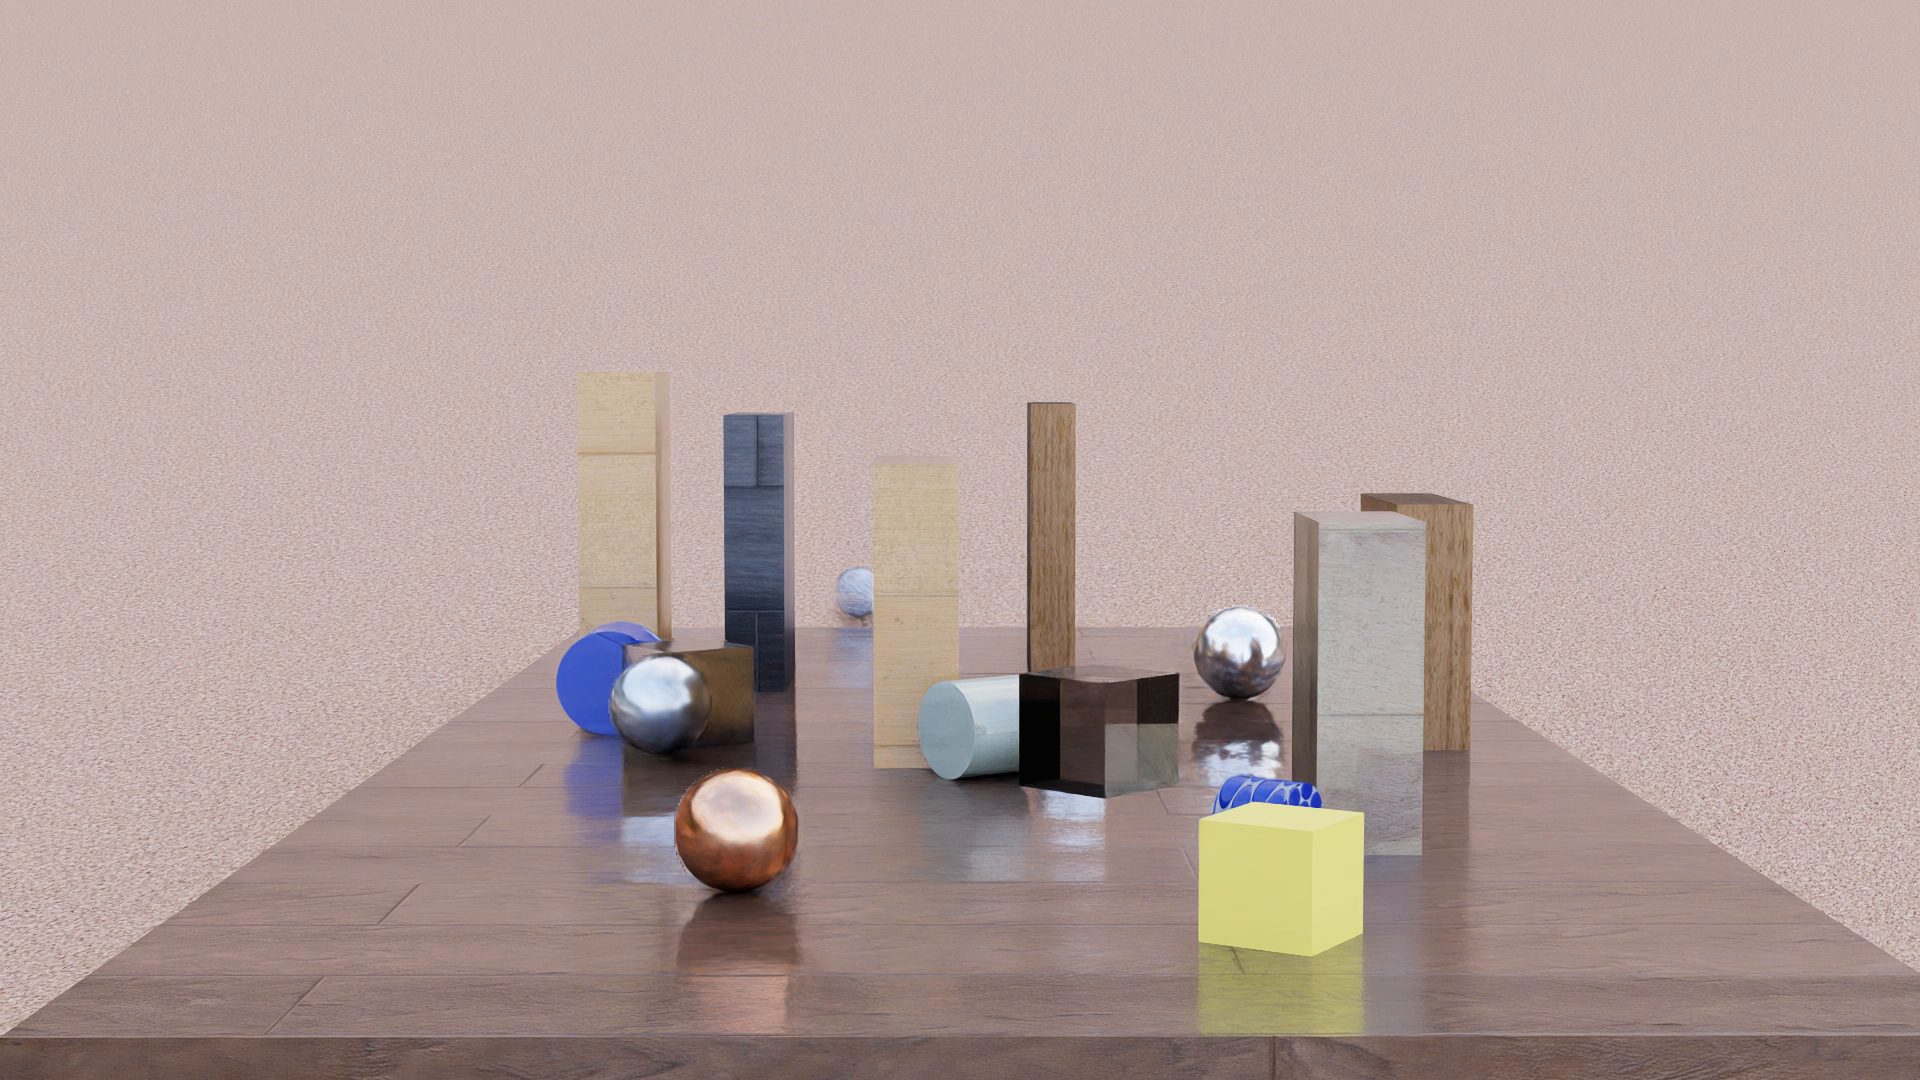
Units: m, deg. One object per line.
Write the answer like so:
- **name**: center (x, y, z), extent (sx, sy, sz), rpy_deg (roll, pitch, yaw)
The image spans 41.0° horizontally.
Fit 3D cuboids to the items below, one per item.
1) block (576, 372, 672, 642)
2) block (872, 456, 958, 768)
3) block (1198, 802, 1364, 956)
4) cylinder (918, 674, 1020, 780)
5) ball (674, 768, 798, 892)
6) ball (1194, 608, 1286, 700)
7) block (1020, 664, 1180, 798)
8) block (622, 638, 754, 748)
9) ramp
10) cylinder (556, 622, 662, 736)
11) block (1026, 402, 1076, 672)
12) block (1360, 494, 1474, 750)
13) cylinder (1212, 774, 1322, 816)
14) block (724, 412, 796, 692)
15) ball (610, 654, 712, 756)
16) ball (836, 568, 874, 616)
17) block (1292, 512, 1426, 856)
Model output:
- **block**: center (-0.639, 0.005, 4.908), extent (0.145, 0.652, 0.245), rpy_deg (0, 4, 0)
- **block**: center (-0.072, 0.114, 4.398), extent (0.141, 0.503, 0.354), rpy_deg (0, 4, 0)
- **block**: center (0.373, 0.391, 2.975), extent (0.142, 0.142, 0.142), rpy_deg (2, 5, 32)
- **cylinder**: center (0.042, 0.303, 4.168), extent (0.158, 0.158, 0.158), rpy_deg (-3, 17, -36)
- **ball**: center (-0.282, 0.366, 3.239), extent (0.156, 0.156, 0.156), rpy_deg (0, 19, 0)
- **ball**: center (0.558, 0.225, 5.114), extent (0.183, 0.183, 0.183), rpy_deg (0, 19, 0)
- **block**: center (0.220, 0.300, 4.055), extent (0.179, 0.179, 0.179), rpy_deg (4, 5, 44)
- **block**: center (-0.482, 0.271, 4.549), extent (0.170, 0.170, 0.170), rpy_deg (-3, 5, -35)
- **ramp**: center (0.045, 0.407, 4.538), extent (2.000, 0.100, 4.000), rpy_deg (0, 4, 0)
- **cylinder**: center (-0.632, 0.252, 4.707), extent (0.188, 0.188, 0.188), rpy_deg (0, 4, 0)
- **block**: center (0.198, -0.008, 5.607), extent (0.095, 0.582, 0.288), rpy_deg (0, 4, 0)
- **block**: center (0.815, 0.138, 4.615), extent (0.131, 0.425, 0.396), rpy_deg (0, 4, 0)
- **cylinder**: center (0.416, 0.375, 3.465), extent (0.107, 0.107, 0.107), rpy_deg (3, 17, 41)
- **block**: center (-0.418, 0.017, 5.379), extent (0.122, 0.564, 0.338), rpy_deg (0, 4, 0)
- **ball**: center (-0.506, 0.279, 4.345), extent (0.170, 0.170, 0.170), rpy_deg (0, 19, 0)
- **ball**: center (-0.269, 0.141, 6.861), extent (0.129, 0.129, 0.129), rpy_deg (0, 19, 0)
- **block**: center (0.555, 0.193, 3.593), extent (0.144, 0.453, 0.254), rpy_deg (0, 4, 0)
